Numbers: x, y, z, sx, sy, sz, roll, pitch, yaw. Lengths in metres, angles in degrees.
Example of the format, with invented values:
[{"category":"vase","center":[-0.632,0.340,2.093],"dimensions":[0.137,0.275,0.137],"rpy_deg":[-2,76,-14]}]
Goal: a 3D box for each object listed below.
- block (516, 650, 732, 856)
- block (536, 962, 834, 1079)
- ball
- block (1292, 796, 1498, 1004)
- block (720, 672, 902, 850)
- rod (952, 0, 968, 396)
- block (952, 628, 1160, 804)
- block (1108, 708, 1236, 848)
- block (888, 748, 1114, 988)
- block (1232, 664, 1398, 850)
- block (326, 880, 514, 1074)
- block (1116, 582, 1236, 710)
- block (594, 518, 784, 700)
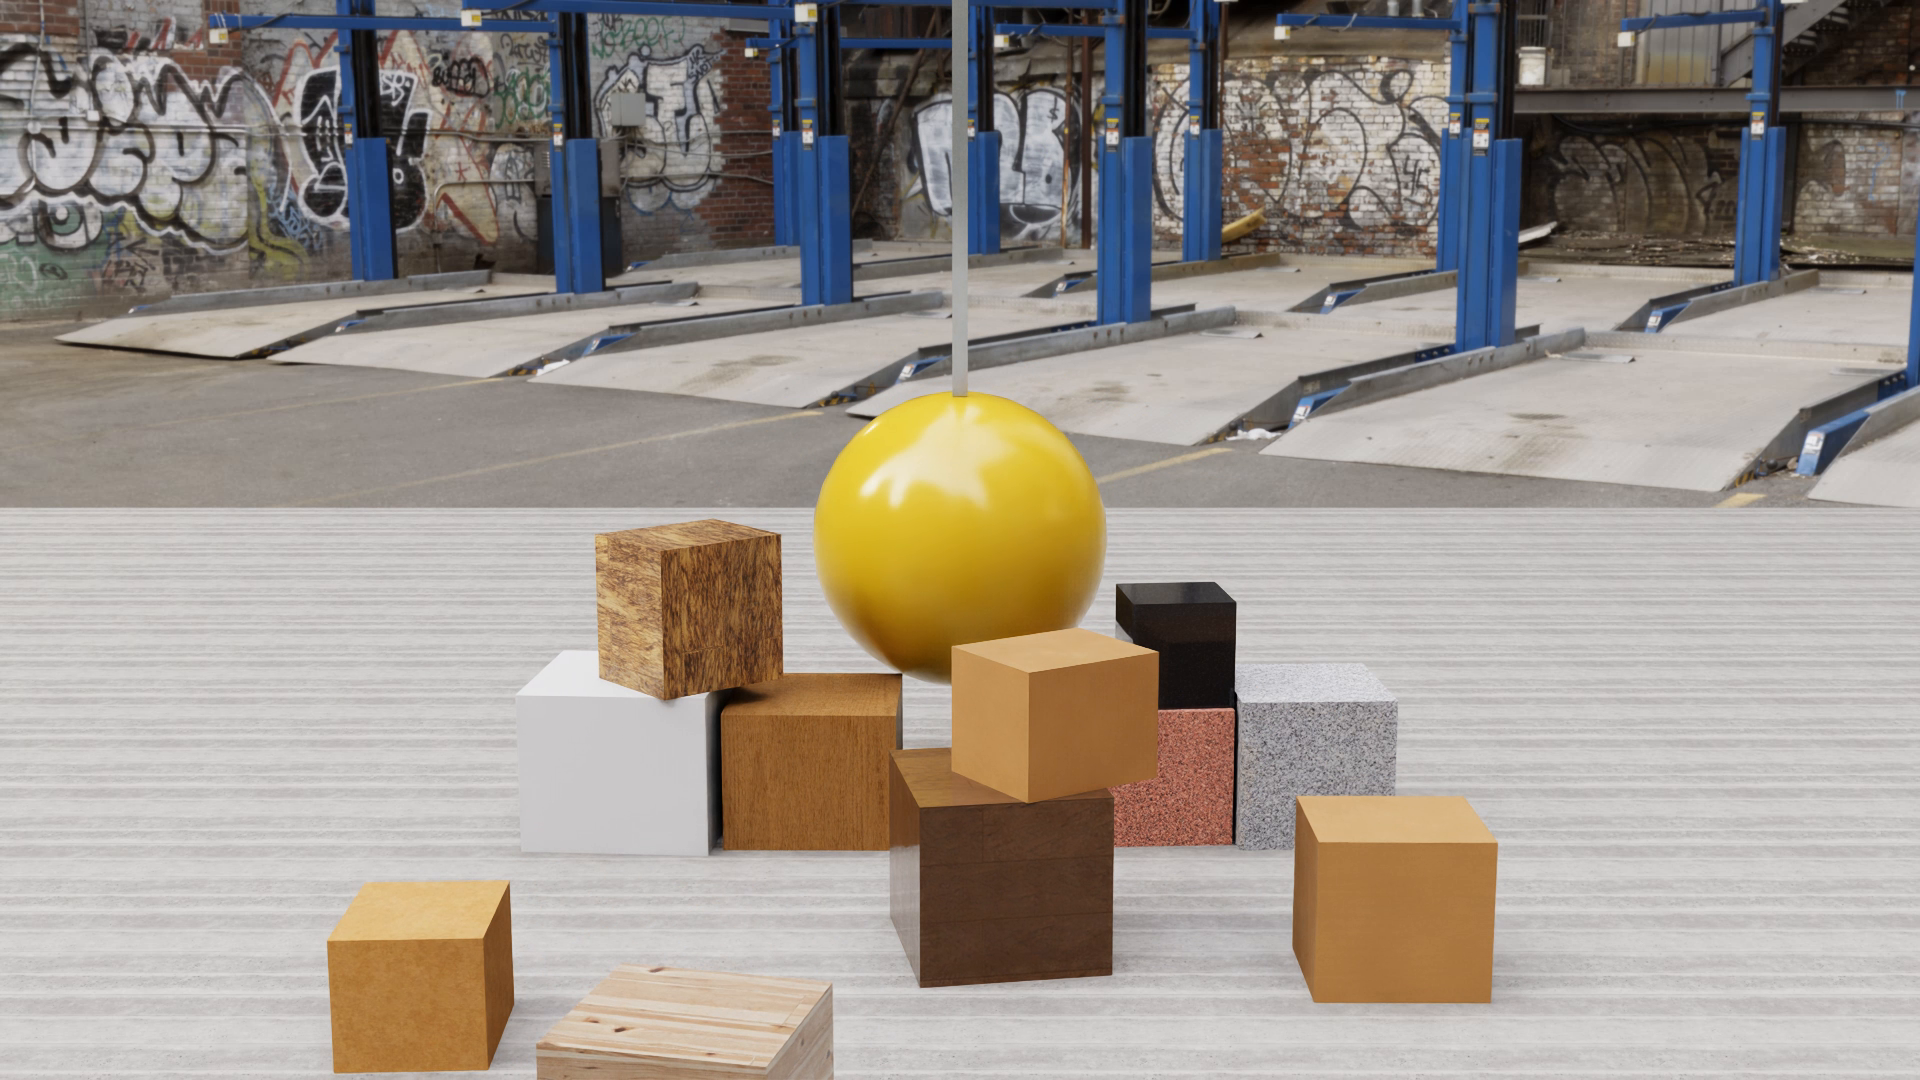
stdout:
[{"category":"block","center":[-1.690,1.081,11.364],"dimensions":[0.945,0.806,0.968],"rpy_deg":[1,10,4]},{"category":"block","center":[-0.873,1.883,7.161],"dimensions":[0.753,0.733,0.704],"rpy_deg":[2,11,13]},{"category":"ball","center":[0.000,-0.008,11.917],"dimensions":[1.600,1.600,1.600],"rpy_deg":[0,10,0]},{"category":"block","center":[1.826,1.512,9.320],"dimensions":[0.728,0.691,0.644],"rpy_deg":[0,10,0]},{"category":"block","center":[-0.746,1.133,11.385],"dimensions":[0.867,0.697,0.883],"rpy_deg":[0,10,1]},{"category":"rod","center":[0.000,-3.255,10.909],"dimensions":[0.080,5.200,0.080],"rpy_deg":[0,17,0]},{"category":"block","center":[0.408,0.744,9.512],"dimensions":[0.682,0.558,0.579],"rpy_deg":[-7,12,-33]},{"category":"block","center":[0.959,1.137,11.367],"dimensions":[0.785,0.697,0.717],"rpy_deg":[-1,10,-4]},{"category":"block","center":[0.164,1.402,9.653],"dimensions":[0.828,0.788,0.883],"rpy_deg":[-2,10,-10]},{"category":"block","center":[1.769,1.105,11.355],"dimensions":[0.777,0.763,0.806],"rpy_deg":[0,10,-2]},{"category":"block","center":[-2.111,1.710,8.673],"dimensions":[0.583,0.532,0.662],"rpy_deg":[0,10,-3]},{"category":"block","center":[1.092,0.534,11.215],"dimensions":[0.520,0.543,0.522],"rpy_deg":[-1,10,-5]},{"category":"block","center":[-1.368,0.336,11.131],"dimensions":[0.716,0.743,0.605],"rpy_deg":[-9,13,-40]}]
